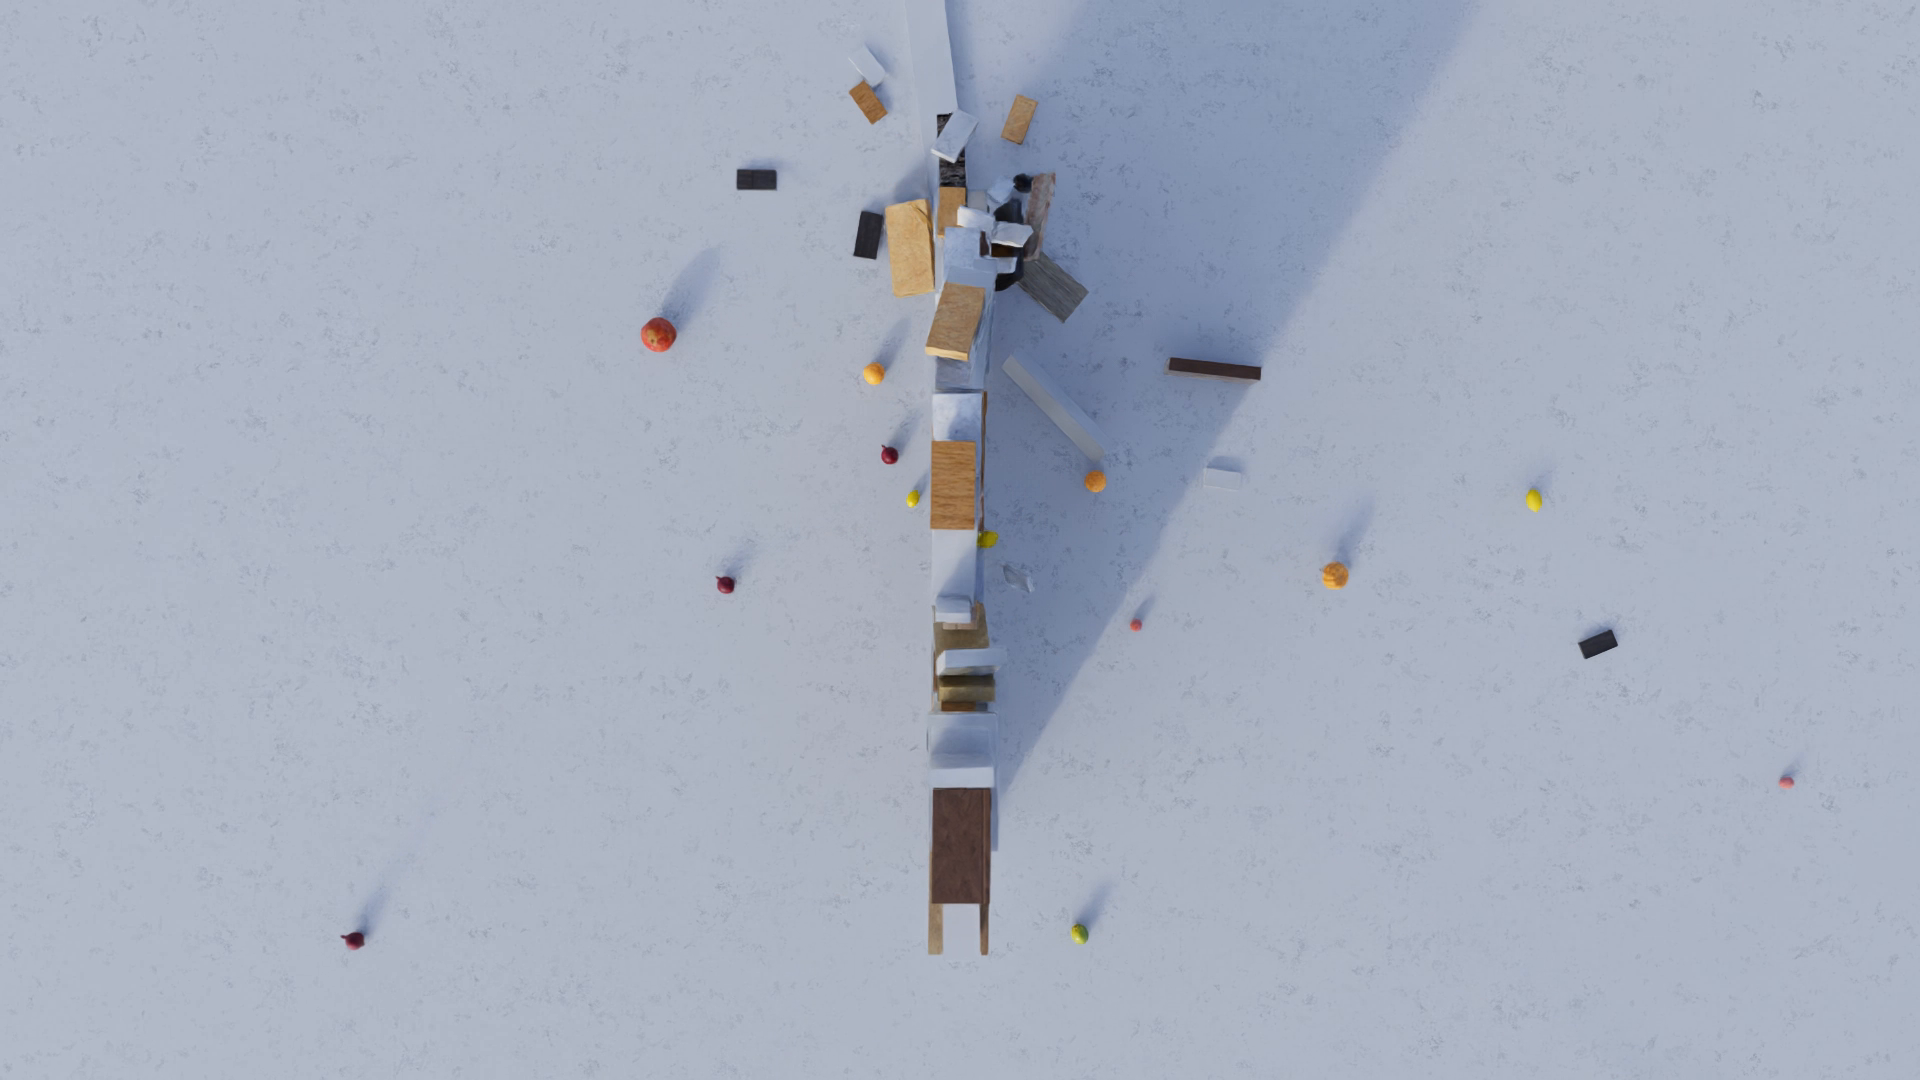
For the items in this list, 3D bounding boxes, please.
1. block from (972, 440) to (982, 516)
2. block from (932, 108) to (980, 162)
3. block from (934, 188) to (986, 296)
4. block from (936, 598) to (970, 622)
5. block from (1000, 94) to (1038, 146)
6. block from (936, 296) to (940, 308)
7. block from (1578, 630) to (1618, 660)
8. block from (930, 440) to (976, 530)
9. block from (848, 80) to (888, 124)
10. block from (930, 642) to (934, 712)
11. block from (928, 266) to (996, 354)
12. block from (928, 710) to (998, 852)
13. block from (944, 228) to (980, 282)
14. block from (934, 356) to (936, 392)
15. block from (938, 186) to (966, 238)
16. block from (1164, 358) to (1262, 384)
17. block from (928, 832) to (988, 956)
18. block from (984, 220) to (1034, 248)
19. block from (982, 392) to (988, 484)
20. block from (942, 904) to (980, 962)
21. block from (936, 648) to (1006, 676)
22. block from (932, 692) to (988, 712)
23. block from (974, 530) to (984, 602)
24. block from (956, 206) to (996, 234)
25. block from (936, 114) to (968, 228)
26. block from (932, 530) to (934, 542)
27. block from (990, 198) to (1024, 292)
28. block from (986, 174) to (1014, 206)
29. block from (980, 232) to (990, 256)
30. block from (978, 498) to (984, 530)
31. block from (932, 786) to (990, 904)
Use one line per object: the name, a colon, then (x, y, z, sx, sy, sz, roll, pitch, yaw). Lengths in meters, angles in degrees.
block: (0.000, -0.166, 4.602, 0.105, 0.030, 0.211, -6, 100, 2)
block: (-0.014, -1.261, 5.147, 0.082, 0.023, 0.164, 27, 74, 8)
block: (0.002, -0.930, 5.151, 0.163, 0.046, 0.326, 0, 90, 0)
block: (-0.020, 0.191, 4.485, 0.093, 0.186, 0.026, 2, 100, -1)
block: (0.197, -1.399, 5.489, 0.075, 0.021, 0.150, 21, 90, 0)
block: (0.002, -0.774, 5.337, 0.163, 0.326, 0.046, 0, 74, 0)
block: (2.124, 0.348, 5.492, 0.117, 0.017, 0.059, -23, 90, 0)
block: (-0.019, -0.150, 4.536, 0.121, 0.034, 0.242, 1, 95, 1)
block: (-0.306, -1.456, 5.491, 0.066, 0.019, 0.131, -36, 90, 0)
block: (-0.004, 0.469, 4.879, 0.164, 0.046, 0.328, 0, 90, 0)
block: (0.007, -0.665, 4.764, 0.136, 0.039, 0.273, 12, 59, 7)
block: (0.007, 0.606, 4.150, 0.173, 0.049, 0.346, -1, 93, 0)
block: (0.005, -0.823, 4.900, 0.106, 0.030, 0.212, 1, 77, 0)
block: (-0.003, -0.510, 5.159, 0.159, 0.045, 0.319, 0, 90, 0)
block: (-0.026, -1.004, 5.063, 0.082, 0.023, 0.164, 2, 72, 1)
block: (0.828, -0.556, 5.425, 0.299, 0.149, 0.042, 6, 90, 0)
block: (-0.004, 0.905, 4.230, 0.154, 0.044, 0.308, 0, 88, 0)
block: (0.150, -0.940, 5.069, 0.142, 0.020, 0.071, 19, 67, 39)
block: (0.007, -0.293, 4.715, 0.131, 0.037, 0.261, 2, 86, 1)
block: (0.003, 0.932, 4.016, 0.090, 0.025, 0.179, -1, 88, 0)
block: (0.026, 0.323, 4.351, 0.153, 0.307, 0.043, -2, 81, -6)
block: (-0.001, 0.571, 4.541, 0.150, 0.043, 0.301, 1, 90, 0)
block: (-0.002, 0.128, 5.164, 0.156, 0.044, 0.312, 0, 90, 0)
block: (0.048, -0.972, 5.003, 0.114, 0.016, 0.057, 18, 129, 11)
block: (-0.023, -1.142, 5.132, 0.082, 0.023, 0.406, -2, 72, -1)
block: (-0.023, 0.003, 4.849, 0.110, 0.031, 0.221, -1, 134, 1)
block: (0.149, -0.937, 5.244, 0.037, 0.131, 0.261, 8, 73, -30)
block: (0.125, -1.088, 5.134, 0.057, 0.016, 0.114, 33, 48, -4)
block: (0.060, -0.932, 5.121, 0.049, 0.014, 0.097, -9, 90, 0)
block: (-0.004, -0.189, 5.156, 0.160, 0.045, 0.320, 0, 90, 0)
block: (0.003, 0.708, 3.837, 0.135, 0.038, 0.269, 0, 90, 0)
